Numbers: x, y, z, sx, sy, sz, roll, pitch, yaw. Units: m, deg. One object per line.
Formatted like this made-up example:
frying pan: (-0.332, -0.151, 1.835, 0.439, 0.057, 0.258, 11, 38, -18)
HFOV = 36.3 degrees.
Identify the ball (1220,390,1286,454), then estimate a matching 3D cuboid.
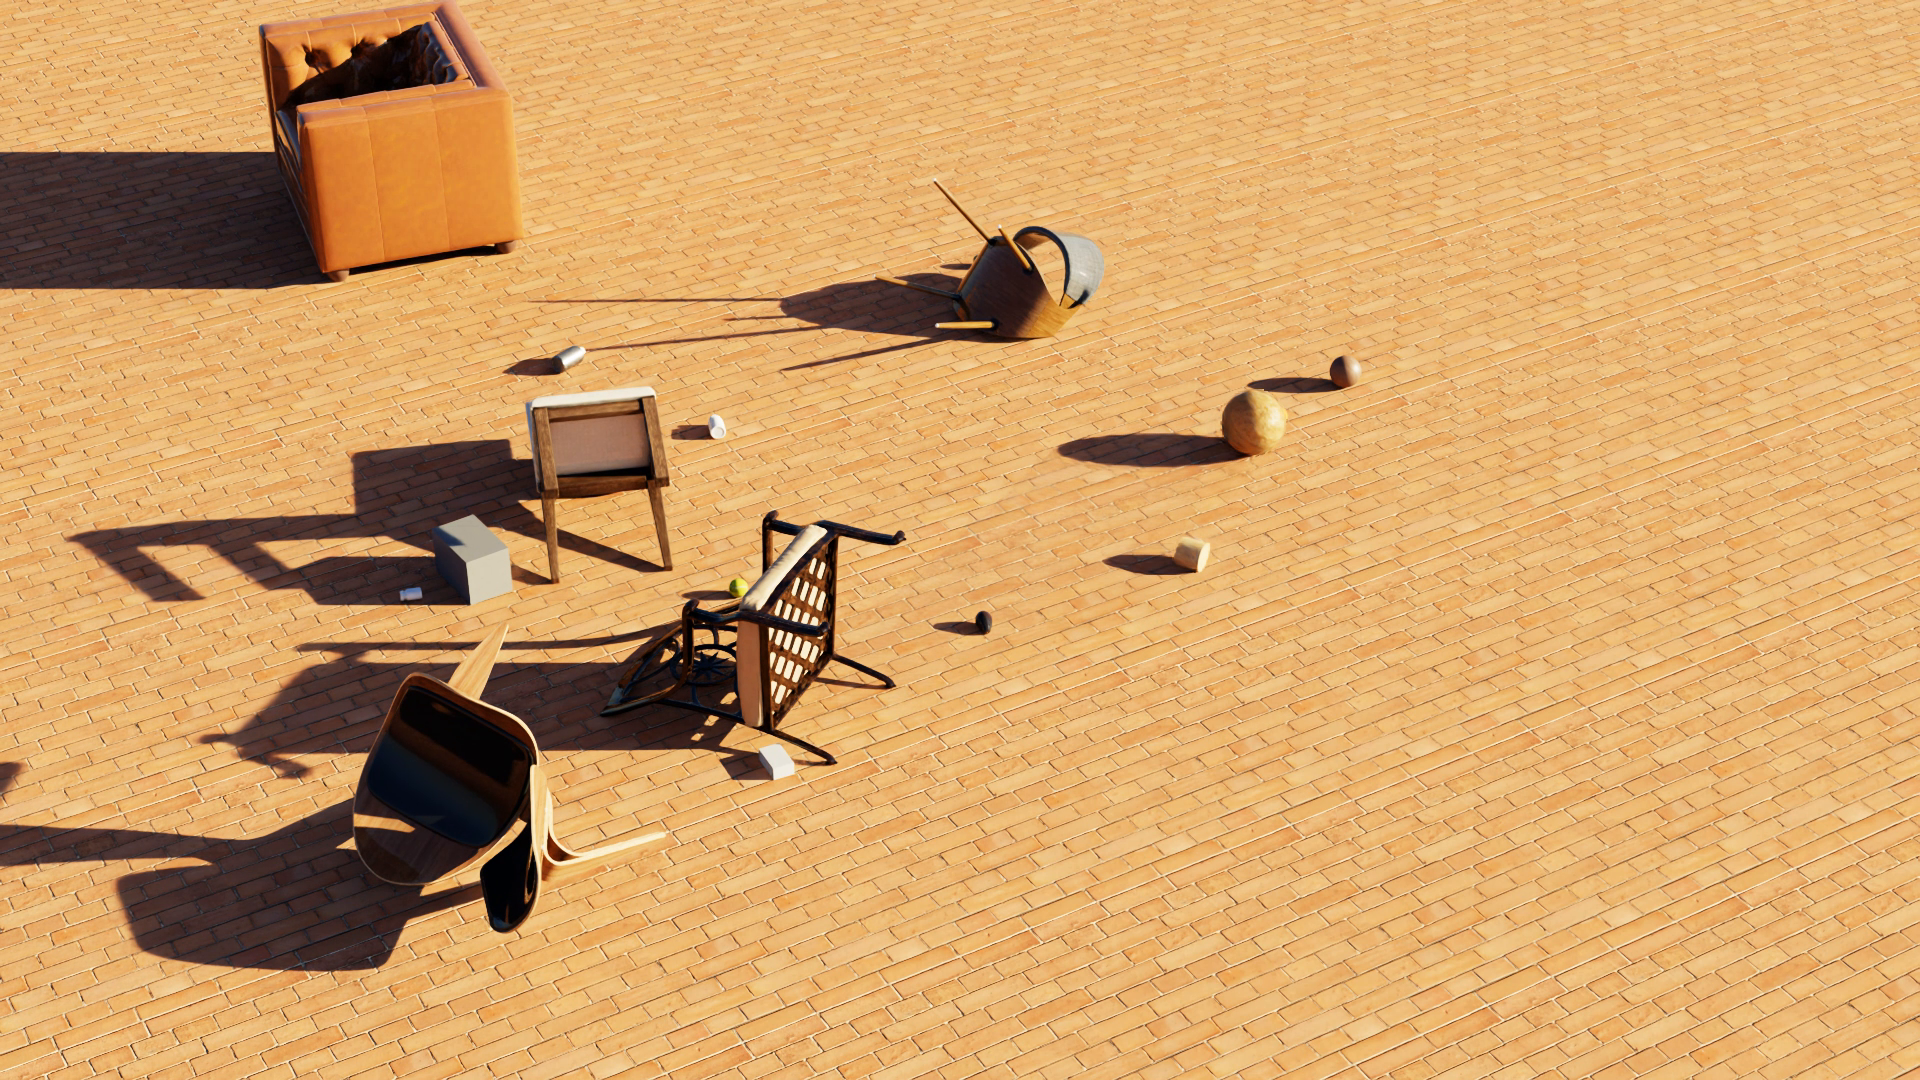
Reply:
ball: (1.141, -0.456, 11.411, 0.249, 0.249, 0.249, 0, 33, 0)

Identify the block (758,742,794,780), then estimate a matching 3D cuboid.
block: (-0.612, 0.738, 9.782, 0.074, 0.047, 0.124, -15, 36, -22)

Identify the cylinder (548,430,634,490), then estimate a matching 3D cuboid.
cylinder: (-1.411, -0.307, 11.251, 0.313, 0.174, 0.300, -2, 36, -3)

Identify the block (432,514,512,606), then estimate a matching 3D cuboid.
block: (-1.775, 0.071, 10.668, 0.170, 0.185, 0.271, -21, 39, -29)
